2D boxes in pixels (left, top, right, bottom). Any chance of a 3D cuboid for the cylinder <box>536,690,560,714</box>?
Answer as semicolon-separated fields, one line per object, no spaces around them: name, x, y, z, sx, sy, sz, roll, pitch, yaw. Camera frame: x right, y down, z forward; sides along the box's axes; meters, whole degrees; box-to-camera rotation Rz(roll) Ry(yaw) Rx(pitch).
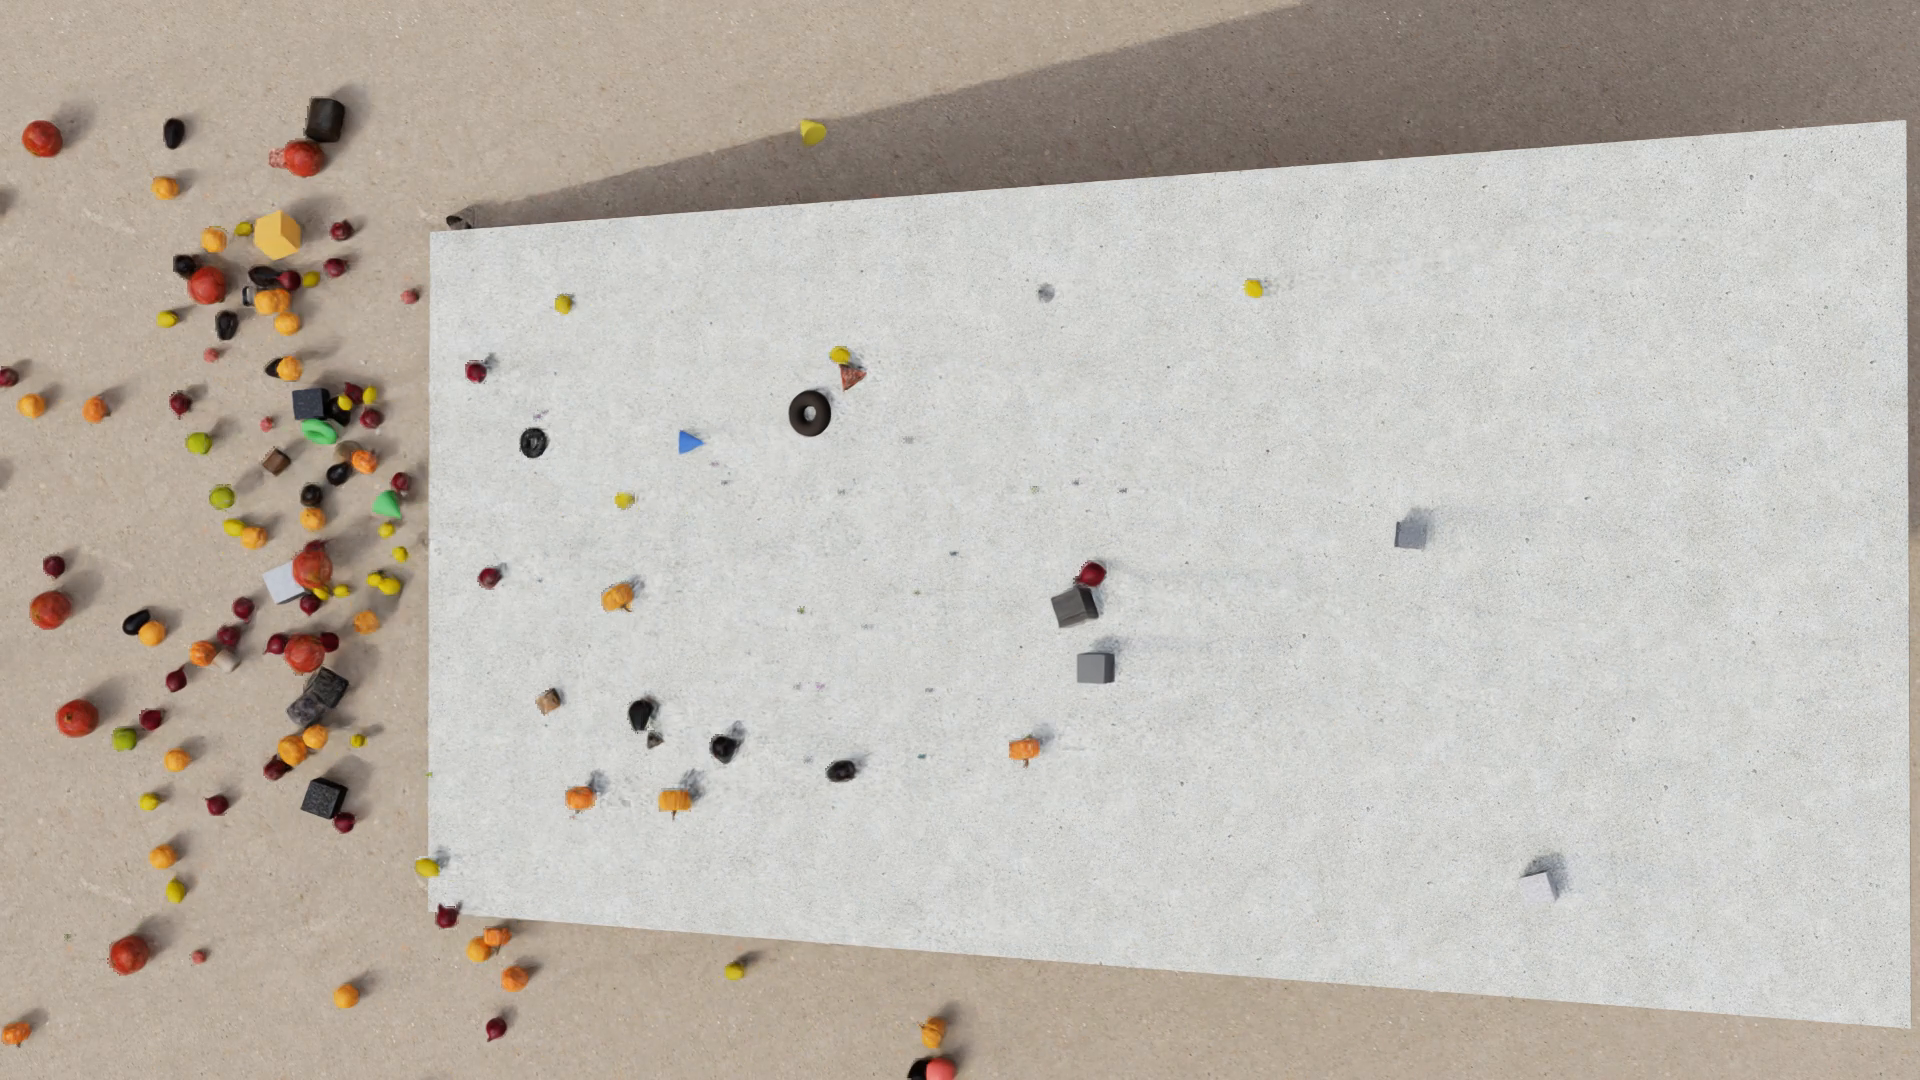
cylinder;-1.172;0.463;6.261;0.050;0.050;0.050;-30;91;0

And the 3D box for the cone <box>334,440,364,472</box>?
cone;-1.826;-0.251;6.522;0.095;0.095;0.095;0;89;0

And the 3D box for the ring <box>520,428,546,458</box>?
ring;-1.225;-0.279;6.312;0.087;0.029;0.087;0;89;23

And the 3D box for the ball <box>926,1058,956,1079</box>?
ball;-0.057;1.574;6.495;0.090;0.090;0.090;0;89;0

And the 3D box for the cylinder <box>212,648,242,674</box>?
cylinder;-2.177;0.360;6.529;0.060;0.060;0.060;41;89;-5

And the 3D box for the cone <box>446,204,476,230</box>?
cone;-1.467;-0.969;6.557;0.095;0.095;0.095;26;63;0

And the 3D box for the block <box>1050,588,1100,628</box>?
block;0.292;0.173;5.598;0.081;0.081;0.081;-21;81;22

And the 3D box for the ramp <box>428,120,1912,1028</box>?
ramp;0.283;0.083;5.703;4.000;0.100;2.000;0;89;24

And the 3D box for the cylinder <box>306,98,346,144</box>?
cylinder;-1.882;-1.244;6.520;0.099;0.099;0.099;6;75;0

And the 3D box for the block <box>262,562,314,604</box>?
block;-1.991;0.126;6.517;0.096;0.096;0.096;-24;89;0

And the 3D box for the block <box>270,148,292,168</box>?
block;-2.026;-1.138;6.555;0.050;0.050;0.050;1;89;0

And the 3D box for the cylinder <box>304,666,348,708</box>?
cylinder;-1.869;0.433;6.487;0.093;0.093;0.093;32;89;-22

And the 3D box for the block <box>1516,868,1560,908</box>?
block;1.347;0.813;5.125;0.070;0.070;0.070;-19;82;23

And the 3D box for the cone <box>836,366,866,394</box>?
cone;-0.280;-0.438;5.888;0.076;0.076;0.076;-19;89;-18

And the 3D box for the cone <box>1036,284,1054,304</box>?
cone;0.210;-0.638;5.661;0.052;0.052;0.052;0;89;24

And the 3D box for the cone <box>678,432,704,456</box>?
cone;-0.740;-0.268;6.092;0.071;0.071;0.071;-6;89;-16

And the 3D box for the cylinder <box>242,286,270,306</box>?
cylinder;-2.094;-0.724;6.540;0.060;0.060;0.060;-1;89;5

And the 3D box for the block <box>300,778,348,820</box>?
block;-1.882;0.765;6.512;0.091;0.091;0.091;19;89;0

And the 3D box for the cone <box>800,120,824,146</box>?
cone;-0.458;-1.231;6.563;0.080;0.080;0.080;-41;63;0

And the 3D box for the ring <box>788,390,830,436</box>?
ring;-0.406;-0.342;5.939;0.125;0.042;0.125;0;91;24

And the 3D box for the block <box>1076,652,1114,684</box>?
block;0.344;0.325;5.578;0.073;0.073;0.073;1;90;24

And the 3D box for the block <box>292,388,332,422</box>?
block;-1.923;-0.401;6.528;0.086;0.086;0.086;-6;89;0

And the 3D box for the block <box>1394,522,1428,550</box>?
block;1.078;-0.010;5.260;0.061;0.061;0.061;6;92;24

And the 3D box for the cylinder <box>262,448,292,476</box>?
cylinder;-2.031;-0.231;6.539;0.060;0.060;0.060;42;90;0

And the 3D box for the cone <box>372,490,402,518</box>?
cone;-1.679;-0.088;6.512;0.085;0.085;0.085;39;89;21

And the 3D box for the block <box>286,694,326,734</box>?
block;-1.934;0.510;6.505;0.077;0.077;0.077;42;65;7

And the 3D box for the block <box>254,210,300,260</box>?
block;-2.018;-0.901;6.504;0.091;0.091;0.091;-17;58;17
